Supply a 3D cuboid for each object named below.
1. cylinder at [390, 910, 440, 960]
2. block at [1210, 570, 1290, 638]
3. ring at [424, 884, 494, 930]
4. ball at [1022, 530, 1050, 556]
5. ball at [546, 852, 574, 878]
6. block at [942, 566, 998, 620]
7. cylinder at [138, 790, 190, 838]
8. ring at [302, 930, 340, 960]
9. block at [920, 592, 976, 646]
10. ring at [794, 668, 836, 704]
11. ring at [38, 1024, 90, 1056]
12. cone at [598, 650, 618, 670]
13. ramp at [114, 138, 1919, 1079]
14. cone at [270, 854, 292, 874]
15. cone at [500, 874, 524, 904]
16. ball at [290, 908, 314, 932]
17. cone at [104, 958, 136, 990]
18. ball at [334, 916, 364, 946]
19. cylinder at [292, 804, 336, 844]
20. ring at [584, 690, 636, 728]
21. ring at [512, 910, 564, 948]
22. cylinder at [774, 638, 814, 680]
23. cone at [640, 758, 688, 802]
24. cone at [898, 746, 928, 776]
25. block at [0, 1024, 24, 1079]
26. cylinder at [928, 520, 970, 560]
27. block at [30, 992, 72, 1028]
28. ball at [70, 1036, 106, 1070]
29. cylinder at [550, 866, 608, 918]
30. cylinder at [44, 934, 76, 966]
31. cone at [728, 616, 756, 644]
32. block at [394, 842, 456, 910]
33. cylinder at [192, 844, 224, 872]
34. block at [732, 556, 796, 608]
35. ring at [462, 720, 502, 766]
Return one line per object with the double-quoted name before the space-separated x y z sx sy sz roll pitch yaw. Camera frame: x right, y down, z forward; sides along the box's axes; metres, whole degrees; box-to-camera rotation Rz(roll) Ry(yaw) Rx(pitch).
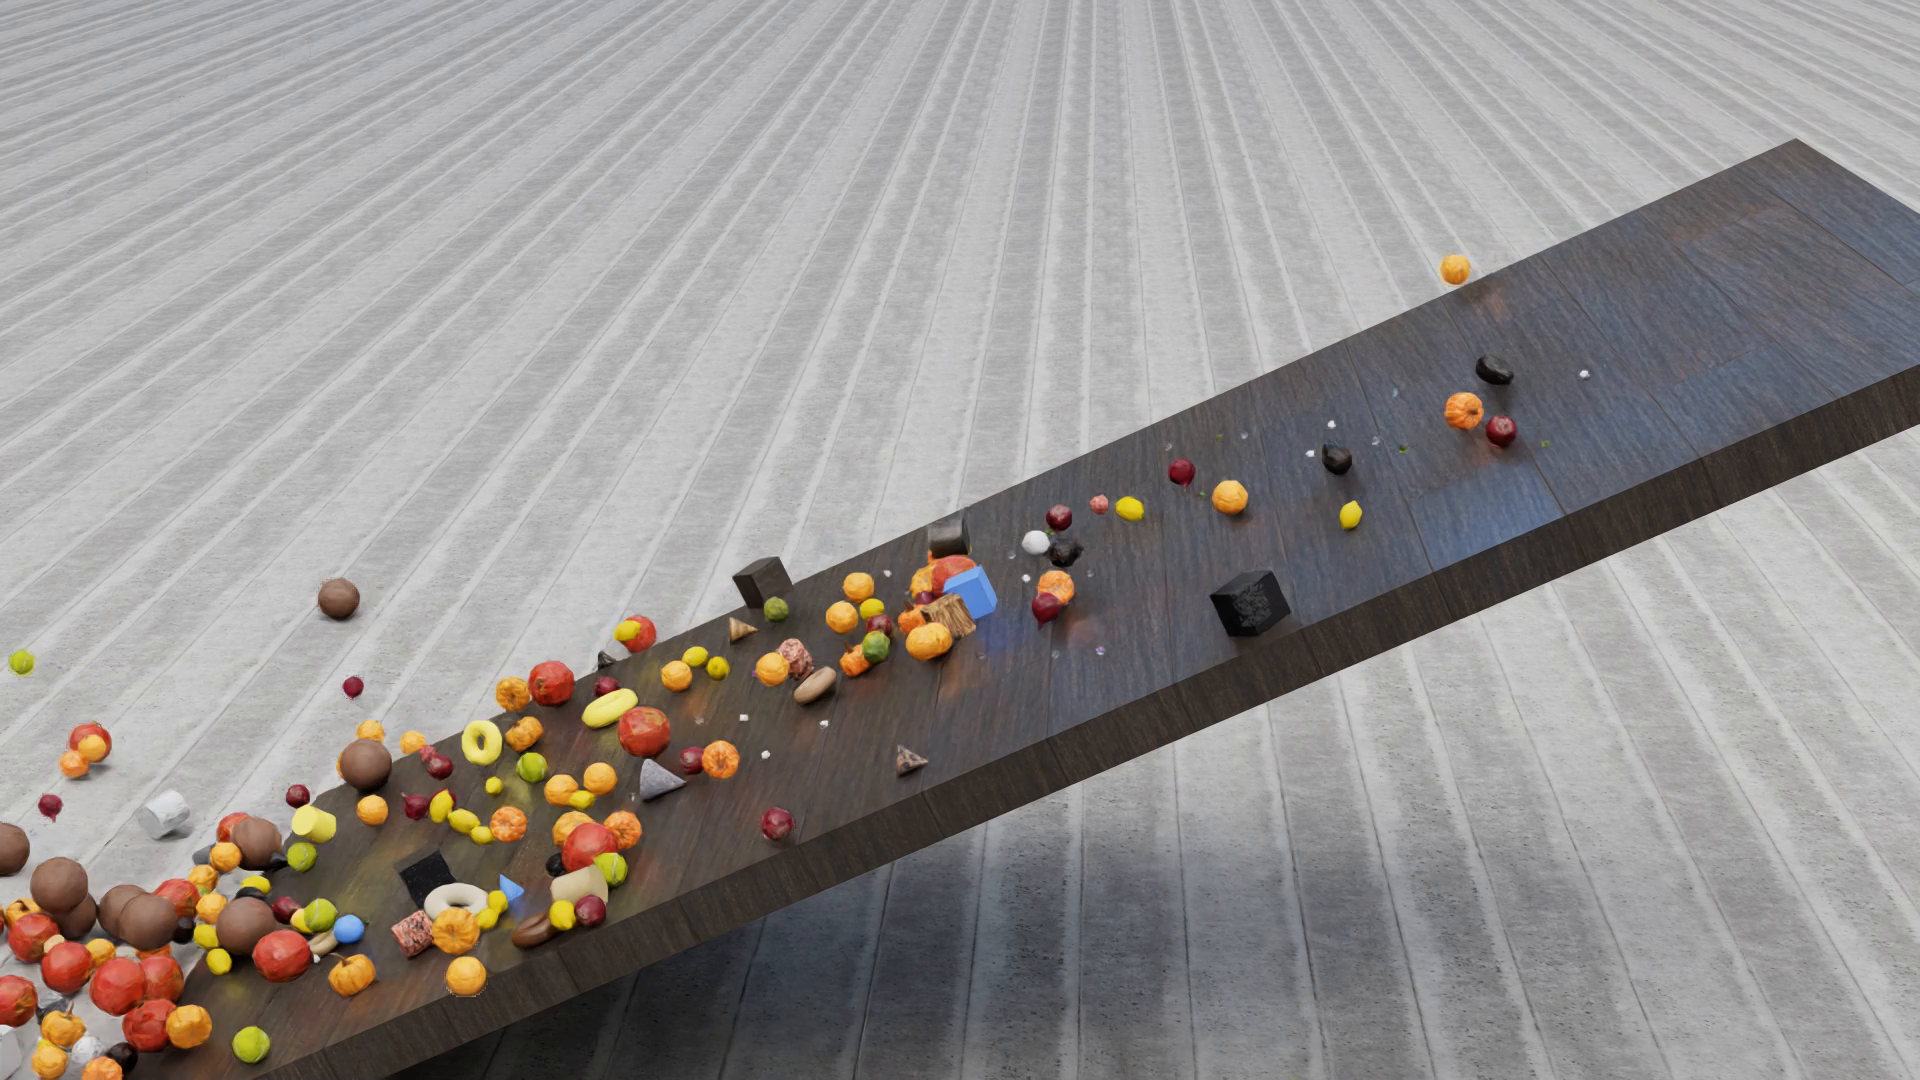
"cylinder" -1.079 0.781 5.825 0.072 0.072 0.072 -31 27 -19
"block" 0.527 0.116 5.335 0.087 0.087 0.087 -34 15 -30
"ring" -0.993 0.727 5.830 0.136 0.045 0.136 7 25 -3
"ball" 0.167 0.008 6.493 0.059 0.059 0.059 0 16 0
"ball" -0.794 0.648 5.841 0.054 0.054 0.054 0 16 0
"block" 0.022 0.119 6.286 0.084 0.084 0.084 -23 13 11
"cylinder" -2.032 0.698 7.503 0.091 0.091 0.091 10 31 33
"ring" -1.335 0.847 6.145 0.090 0.030 0.090 -24 12 6
"block" -0.025 0.166 6.202 0.078 0.078 0.078 -29 13 -12
"ring" -0.308 0.310 6.245 0.106 0.035 0.106 -36 9 7
"ring" -1.927 1.073 6.324 0.108 0.036 0.108 0 19 0
"cone" -0.884 0.307 7.426 0.053 0.053 0.053 10 16 3
"ramp" 0.135 0.169 6.282 4.000 0.100 2.000 -24 13 9
"cone" -1.604 0.766 6.983 0.051 0.051 0.051 -17 8 25
"cone" -0.910 0.691 5.895 0.054 0.054 0.054 -25 13 6
"ball" -1.420 0.822 6.354 0.051 0.051 0.051 0 16 0
"cone" -1.892 0.982 6.654 0.072 0.072 0.072 -1 -10 -5
"ball" -1.266 0.808 6.094 0.062 0.062 0.062 0 16 0
"cylinder" -1.503 0.662 6.850 0.073 0.073 0.073 12 -16 36
"ring" -0.820 0.395 6.892 0.138 0.046 0.138 -24 14 6
"ring" -0.796 0.734 5.552 0.109 0.036 0.109 -23 13 6
"cylinder" -0.360 0.261 6.408 0.066 0.066 0.066 -15 47 17
"cone" -0.605 0.501 6.084 0.092 0.092 0.092 4 16 9
"cone" -0.086 0.412 5.478 0.058 0.058 0.058 2 16 1
"block" -2.041 1.079 6.169 0.092 0.092 0.092 2 23 21
"cylinder" -0.024 -0.001 6.502 0.077 0.077 0.077 -10 14 10
"block" -1.985 1.028 6.425 0.054 0.054 0.054 -28 26 -36
"ball" -1.812 1.068 6.117 0.072 0.072 0.072 0 16 0
"cylinder" -0.720 0.666 5.571 0.080 0.080 0.080 -20 11 16
"cylinder" -2.056 0.939 6.719 0.053 0.053 0.053 -9 51 12
"cone" -0.518 0.216 7.044 0.070 0.070 0.070 0 16 -6
"block" -1.117 0.703 6.151 0.093 0.093 0.093 -29 13 -14
"cylinder" -1.854 0.783 7.253 0.053 0.053 0.053 -23 10 16
"block" -0.486 0.105 7.274 0.093 0.093 0.093 -34 15 -31
"ring" -1.134 0.481 6.978 0.110 0.110 0.037 8 4 25
